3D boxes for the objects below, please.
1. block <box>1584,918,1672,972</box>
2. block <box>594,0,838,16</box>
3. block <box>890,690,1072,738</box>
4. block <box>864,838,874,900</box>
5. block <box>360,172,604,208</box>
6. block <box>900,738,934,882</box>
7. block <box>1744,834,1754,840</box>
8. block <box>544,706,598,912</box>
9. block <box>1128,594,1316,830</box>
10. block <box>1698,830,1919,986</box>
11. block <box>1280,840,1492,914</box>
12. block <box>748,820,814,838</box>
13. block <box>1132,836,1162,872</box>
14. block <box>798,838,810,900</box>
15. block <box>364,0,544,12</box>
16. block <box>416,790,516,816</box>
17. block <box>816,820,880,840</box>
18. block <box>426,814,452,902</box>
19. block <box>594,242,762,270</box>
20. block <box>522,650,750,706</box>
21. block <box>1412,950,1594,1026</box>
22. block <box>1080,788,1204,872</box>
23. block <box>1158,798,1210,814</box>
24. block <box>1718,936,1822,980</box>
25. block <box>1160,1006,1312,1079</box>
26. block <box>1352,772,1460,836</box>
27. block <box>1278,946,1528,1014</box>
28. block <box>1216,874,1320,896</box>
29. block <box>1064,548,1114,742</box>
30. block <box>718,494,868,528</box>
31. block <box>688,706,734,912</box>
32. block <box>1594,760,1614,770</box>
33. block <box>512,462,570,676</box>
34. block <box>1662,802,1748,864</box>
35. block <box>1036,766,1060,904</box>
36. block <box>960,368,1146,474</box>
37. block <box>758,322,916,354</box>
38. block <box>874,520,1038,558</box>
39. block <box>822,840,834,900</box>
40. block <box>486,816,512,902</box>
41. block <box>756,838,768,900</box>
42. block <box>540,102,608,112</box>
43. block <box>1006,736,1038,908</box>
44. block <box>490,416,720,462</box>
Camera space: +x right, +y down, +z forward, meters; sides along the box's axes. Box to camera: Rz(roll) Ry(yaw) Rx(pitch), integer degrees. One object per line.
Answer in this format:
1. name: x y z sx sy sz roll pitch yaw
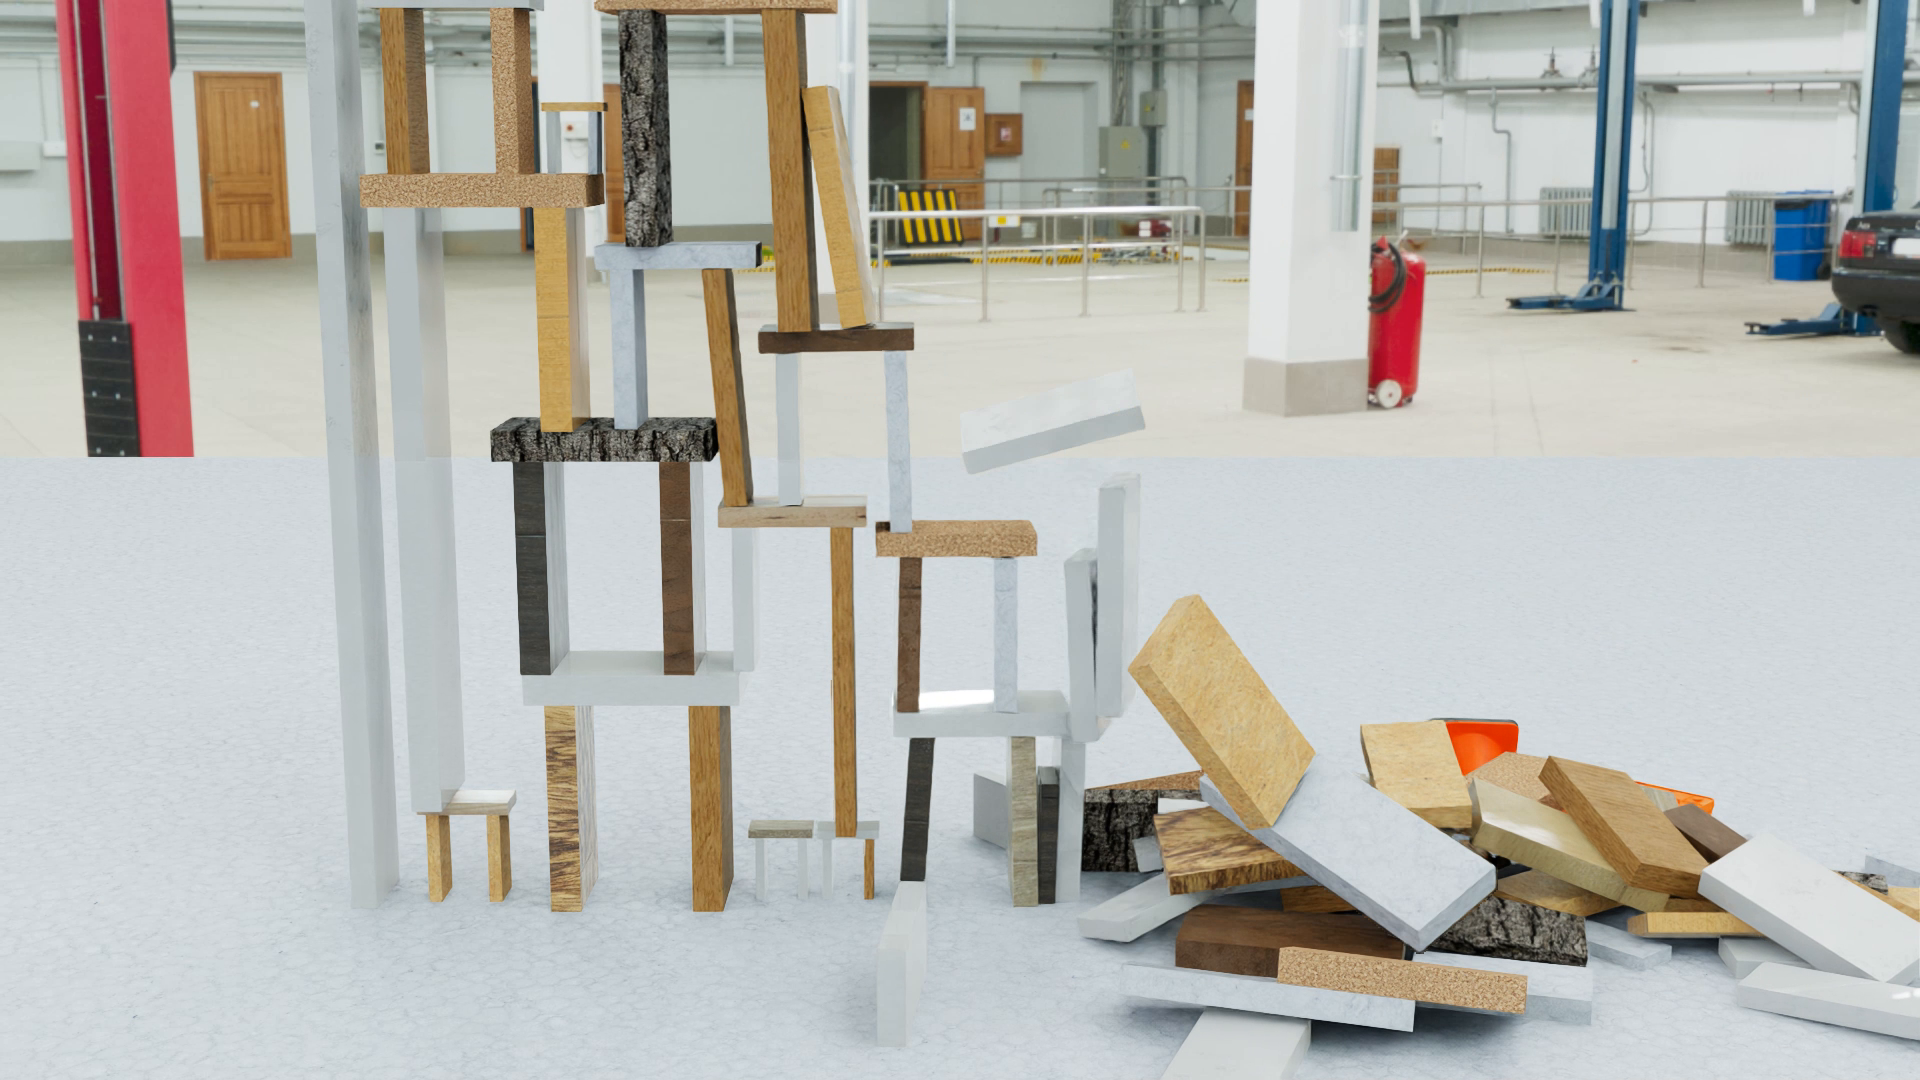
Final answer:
1. block: 1.010 0.627 3.409 0.079 0.022 0.158 -9 14 -39
2. block: -0.374 -0.843 3.401 0.356 0.050 0.178 0 11 1
3. block: 0.032 0.285 3.619 0.287 0.041 0.144 0 11 -4
4. block: -0.151 0.539 3.658 0.015 0.104 0.052 1 11 -1
5. block: -0.746 -0.550 3.453 0.346 0.049 0.173 0 11 0
6. block: -0.071 0.447 3.647 0.041 0.287 0.144 4 10 -1
7. block: 1.320 0.547 3.720 0.148 0.021 0.074 -10 57 -44
8. block: -0.641 0.420 3.637 0.049 0.347 0.173 0 11 0
9. block: 0.408 0.266 3.399 0.048 0.337 0.168 -18 26 48
10. block: 1.301 0.568 3.332 0.157 0.045 0.315 -22 38 -31
11. block: 0.698 0.550 3.591 0.327 0.046 0.163 -8 8 16
12. block: -0.296 0.479 3.647 0.105 0.015 0.053 0 11 0
13. block: 0.394 0.510 3.673 0.204 0.029 0.102 -10 8 2
14. block: -0.260 0.538 3.659 0.015 0.105 0.053 0 11 0
15. block: -0.781 -0.839 3.402 0.251 0.036 0.126 0 11 0
16. block: -0.815 0.433 3.637 0.149 0.021 0.075 0 11 0
17. block: -0.185 0.481 3.648 0.104 0.015 0.052 0 11 -1
18. block: -0.865 0.517 3.652 0.021 0.149 0.075 0 11 0
19. block: -0.443 -0.450 3.476 0.250 0.035 0.125 -1 11 0
20. block: -0.526 0.225 3.601 0.347 0.049 0.173 0 11 0
21. block: 0.792 0.654 3.222 0.259 0.037 0.130 3 11 16
22. block: 0.347 0.498 3.760 0.285 0.143 0.040 0 27 2
23. block: 0.430 0.462 3.650 0.204 0.029 0.102 3 8 5
24. block: 1.273 0.636 3.339 0.210 0.030 0.105 1 11 5
25. block: 0.370 0.703 2.948 0.145 0.041 0.290 4 11 20
26. block: 0.663 0.434 3.646 0.327 0.046 0.163 8 13 29
27. block: 0.628 0.621 3.112 0.336 0.048 0.168 4 -8 16
28. block: 0.583 0.520 3.619 0.327 0.046 0.163 -8 8 16
29. block: 0.210 0.168 3.568 0.041 0.292 0.146 -1 8 14
30. block: -0.268 -0.047 3.549 0.236 0.033 0.118 0 11 -1
31. block: -0.410 0.420 3.637 0.049 0.347 0.173 0 11 0
32. block: 1.179 0.485 3.790 0.257 0.036 0.129 36 35 29
33. block: -0.678 0.031 3.569 0.049 0.345 0.172 0 11 0
34. block: 1.255 0.514 3.594 0.113 0.032 0.227 -6 33 -43
35. block: 0.143 0.489 3.651 0.029 0.204 0.102 1 10 -3
36. block: 0.143 -0.187 3.448 0.283 0.040 0.142 -15 28 6
37. block: -0.194 -0.323 3.502 0.244 0.035 0.122 -1 11 0
38. block: -0.009 -0.002 3.553 0.256 0.036 0.128 0 11 -4
39. block: -0.220 0.540 3.656 0.015 0.103 0.052 0 11 0
40. block: -0.765 0.517 3.652 0.021 0.149 0.075 0 11 0
41. block: -0.330 0.538 3.659 0.015 0.105 0.053 0 11 0
42. block: -0.601 -0.675 3.429 0.096 0.014 0.048 0 11 0
43. block: 0.102 0.447 3.650 0.041 0.287 0.144 -1 11 -2
44. block: -0.564 -0.162 3.533 0.345 0.049 0.172 0 11 0
